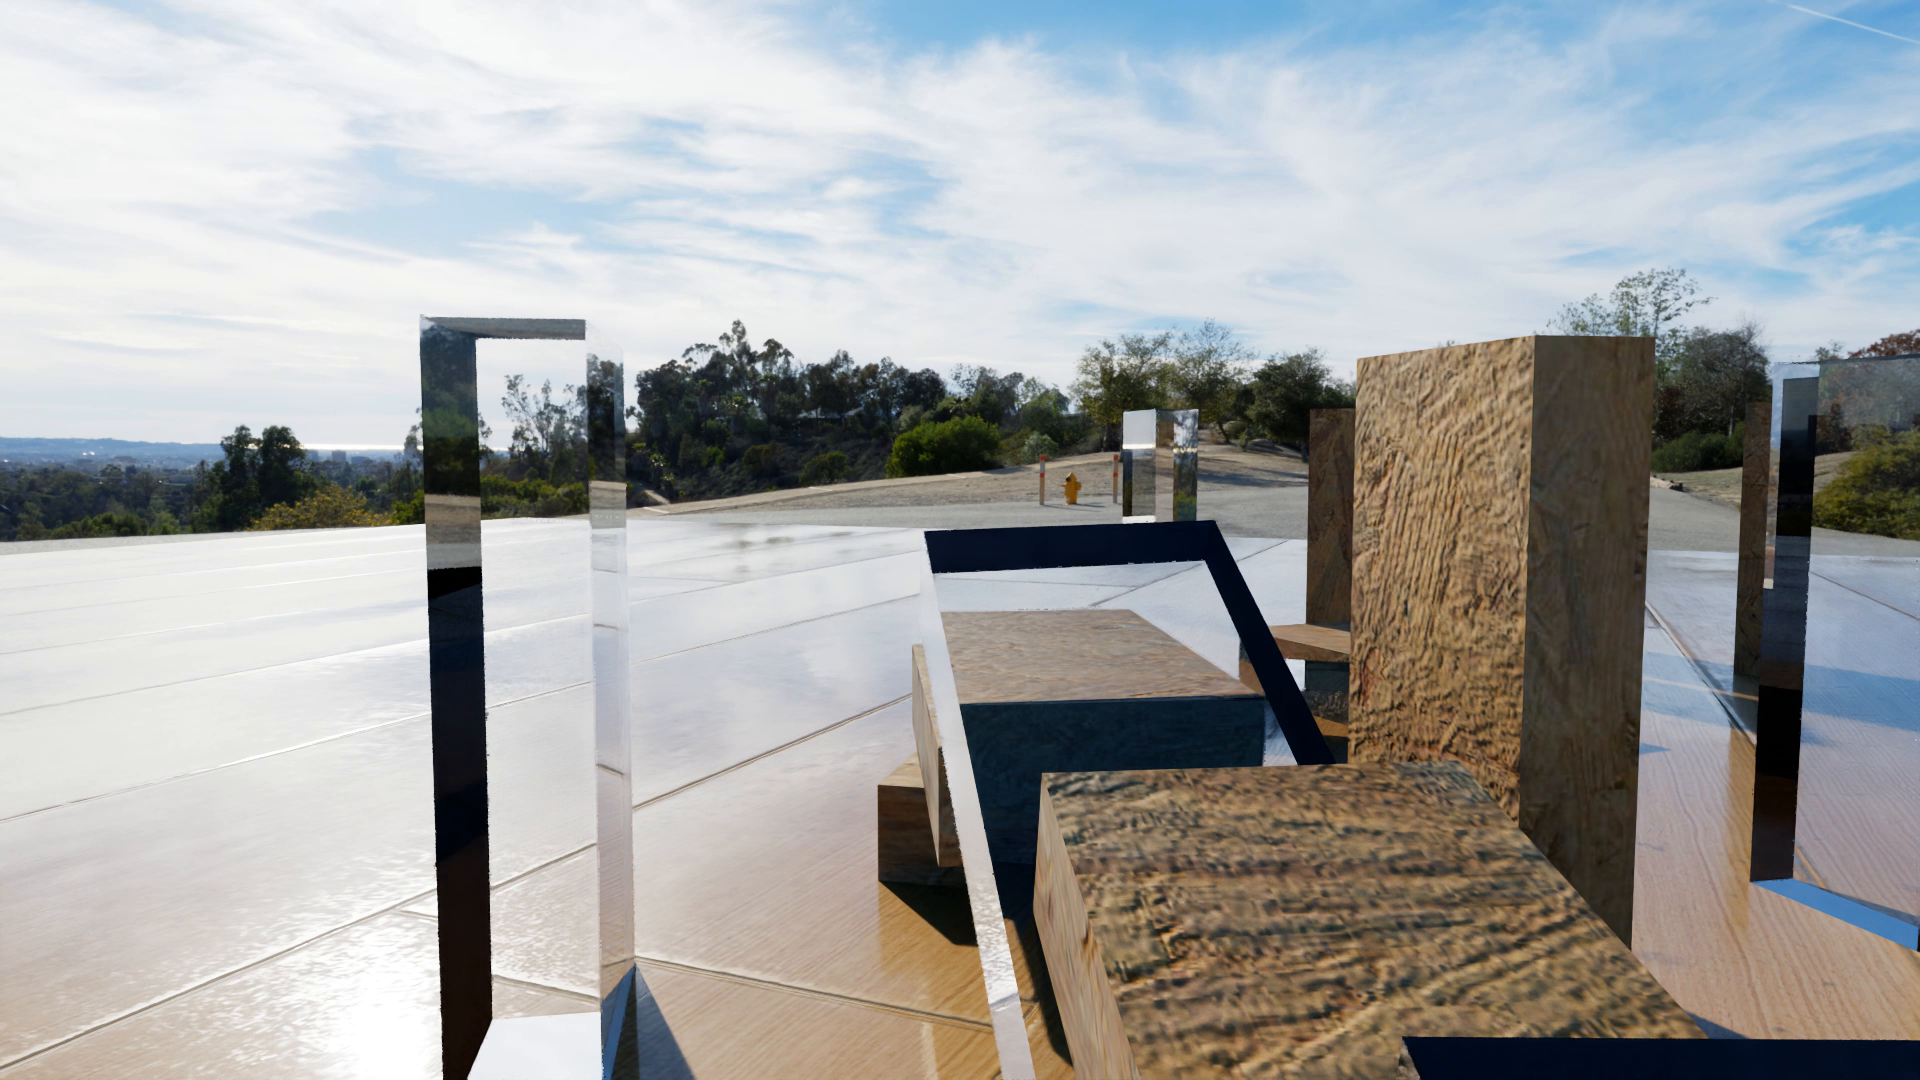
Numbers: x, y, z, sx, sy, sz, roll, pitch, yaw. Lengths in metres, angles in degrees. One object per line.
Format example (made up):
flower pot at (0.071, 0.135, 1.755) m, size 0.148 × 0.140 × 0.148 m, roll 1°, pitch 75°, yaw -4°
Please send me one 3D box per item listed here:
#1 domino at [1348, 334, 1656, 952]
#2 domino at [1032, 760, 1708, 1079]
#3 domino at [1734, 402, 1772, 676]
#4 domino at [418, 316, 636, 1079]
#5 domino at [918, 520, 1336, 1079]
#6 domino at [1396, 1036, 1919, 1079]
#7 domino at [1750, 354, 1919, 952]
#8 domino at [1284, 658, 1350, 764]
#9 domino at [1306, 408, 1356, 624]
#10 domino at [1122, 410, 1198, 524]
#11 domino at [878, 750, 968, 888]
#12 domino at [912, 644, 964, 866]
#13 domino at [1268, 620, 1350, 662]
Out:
domino at (0.042, 0.010, 0.104) m, size 0.010 × 0.050 × 0.025 m, roll -1°, pitch 4°, yaw -11°
domino at (0.020, 0.027, 0.053) m, size 0.025 × 0.009 × 0.050 m, roll -1°, pitch 21°, yaw -7°
domino at (0.156, -0.001, 0.242) m, size 0.025 × 0.050 × 0.010 m, roll -4°, pitch 6°, yaw -45°
domino at (-0.029, 0.011, 0.091) m, size 0.009 × 0.050 × 0.025 m, roll -1°, pitch 4°, yaw -10°
domino at (0.013, 0.018, 0.091) m, size 0.025 × 0.010 × 0.050 m, roll -2°, pitch 38°, yaw -9°
domino at (0.026, 0.029, 0.019) m, size 0.025 × 0.010 × 0.050 m, roll 0°, pitch 21°, yaw 1°
domino at (0.084, 0.009, 0.112) m, size 0.010 × 0.050 × 0.025 m, roll -1°, pitch 4°, yaw -12°
domino at (0.037, 0.024, 0.189) m, size 0.050 × 0.010 × 0.025 m, roll 2°, pitch 5°, yaw 20°
domino at (0.084, -0.004, 0.288) m, size 0.009 × 0.050 × 0.025 m, roll 1°, pitch 5°, yaw 19°
domino at (0.045, -0.004, 0.293) m, size 0.010 × 0.050 × 0.025 m, roll -1°, pitch 4°, yaw -9°
domino at (0.010, 0.027, 0.146) m, size 0.025 × 0.009 × 0.050 m, roll 1°, pitch 4°, yaw 14°
domino at (0.009, 0.019, 0.126) m, size 0.025 × 0.009 × 0.050 m, roll 0°, pitch 5°, yaw -4°
domino at (0.071, 0.022, 0.212) m, size 0.025 × 0.010 × 0.050 m, roll -2°, pitch 5°, yaw -23°
